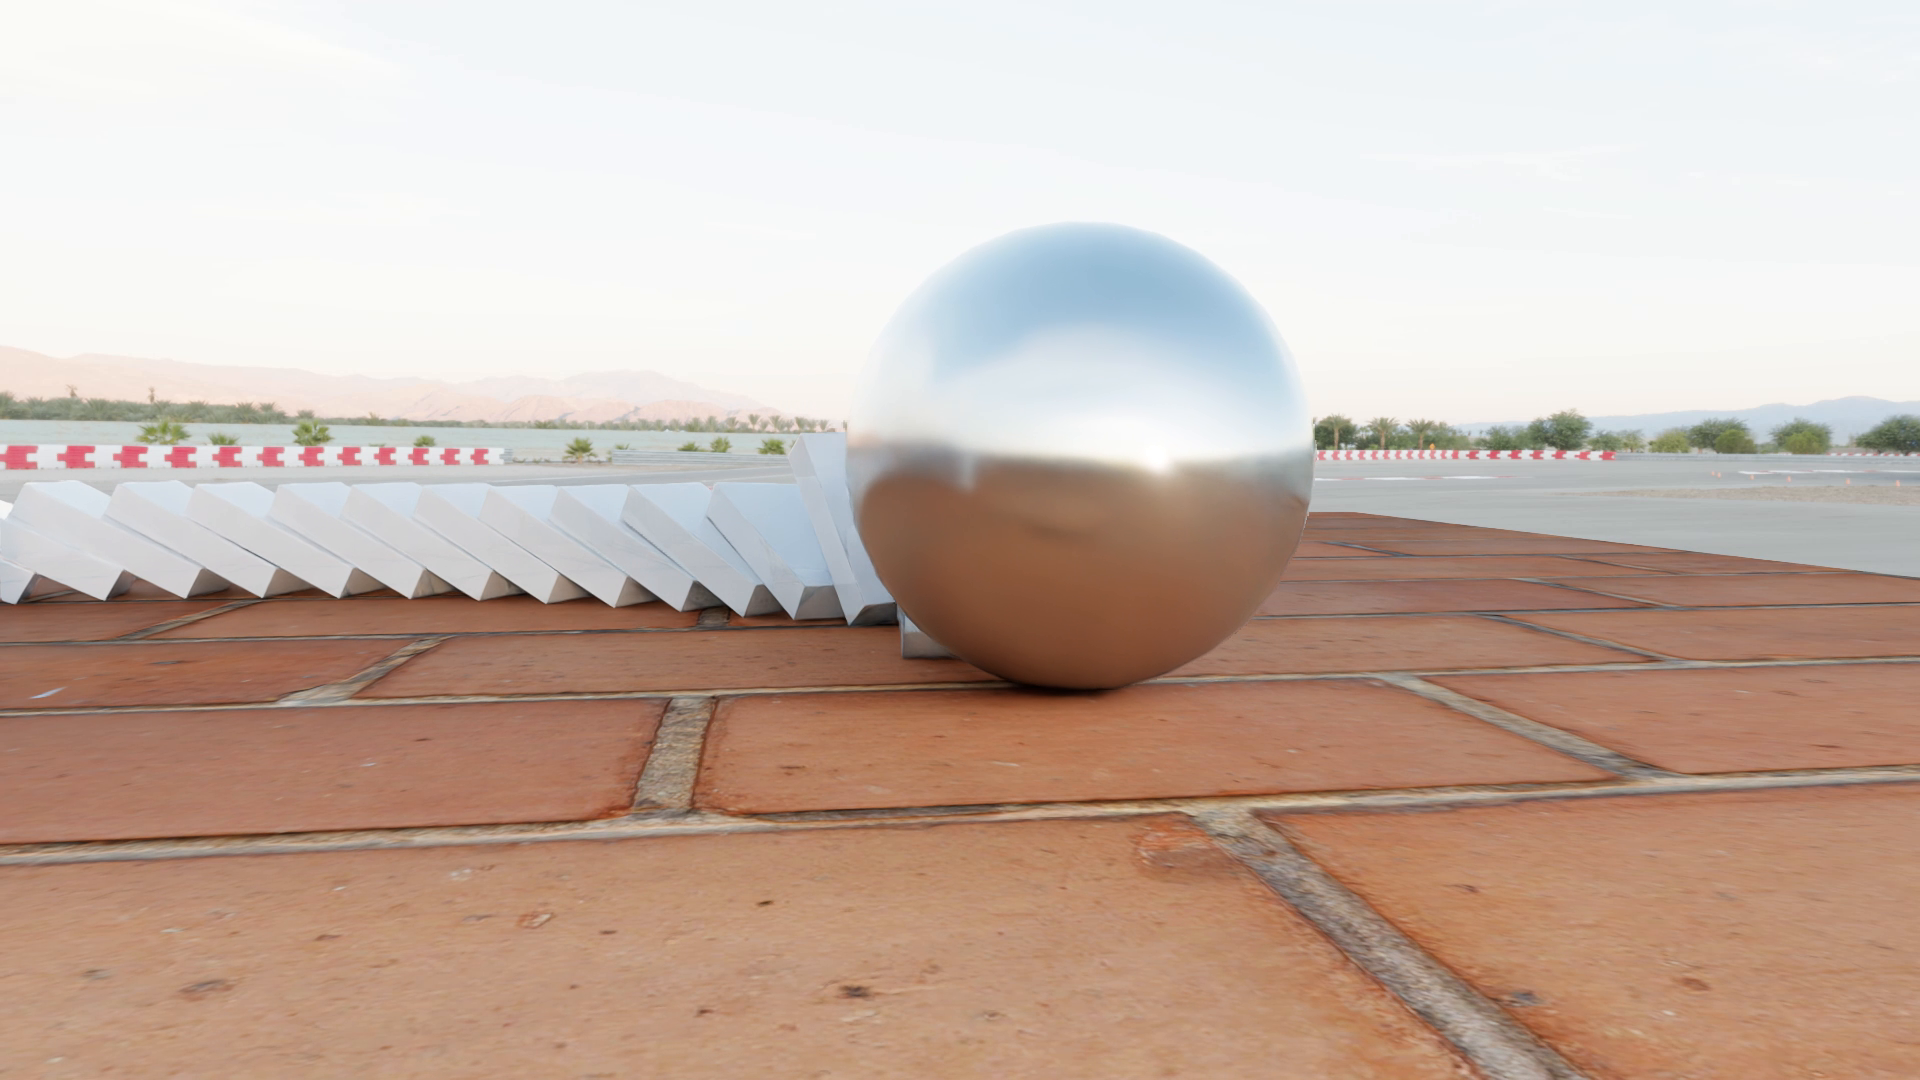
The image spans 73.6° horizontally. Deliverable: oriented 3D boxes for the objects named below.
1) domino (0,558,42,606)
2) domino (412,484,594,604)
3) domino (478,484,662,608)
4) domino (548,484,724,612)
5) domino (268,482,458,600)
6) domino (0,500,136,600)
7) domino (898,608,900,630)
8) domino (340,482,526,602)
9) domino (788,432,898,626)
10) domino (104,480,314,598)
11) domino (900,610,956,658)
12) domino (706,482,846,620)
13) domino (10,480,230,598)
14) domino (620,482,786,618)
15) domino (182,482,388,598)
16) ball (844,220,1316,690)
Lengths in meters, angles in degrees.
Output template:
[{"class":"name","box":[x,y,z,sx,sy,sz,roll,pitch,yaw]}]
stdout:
[{"class":"domino","box":[-0.273,0.001,0.339,0.050,0.009,0.025,30,-10,-27]},{"class":"domino","box":[-0.124,0.000,0.358,0.050,0.010,0.025,30,14,17]},{"class":"domino","box":[-0.104,0.001,0.351,0.050,0.010,0.025,30,15,18]},{"class":"domino","box":[-0.083,0.001,0.343,0.050,0.010,0.025,31,17,22]},{"class":"domino","box":[-0.167,0.000,0.367,0.050,0.010,0.025,28,9,9]},{"class":"domino","box":[-0.255,0.000,0.351,0.050,0.010,0.025,29,-6,-20]},{"class":"domino","box":[-0.003,-0.002,0.305,0.025,0.050,0.009,-1,-37,-7]},{"class":"domino","box":[-0.146,0.000,0.363,0.050,0.009,0.025,29,11,13]},{"class":"domino","box":[-0.022,-0.004,0.314,0.025,0.050,0.009,-3,-33,-34]},{"class":"domino","box":[-0.212,-0.001,0.366,0.050,0.009,0.025,28,5,1]},{"class":"domino","box":[0.000,0.001,0.267,0.025,0.050,0.009,0,-37,-6]},{"class":"domino","box":[-0.042,0.002,0.325,0.025,0.009,0.050,0,31,-39]},{"class":"domino","box":[-0.234,0.000,0.362,0.050,0.009,0.025,28,1,-7]},{"class":"domino","box":[-0.062,0.002,0.334,0.050,0.010,0.025,35,22,28]},{"class":"domino","box":[-0.190,-0.001,0.366,0.050,0.009,0.025,27,6,2]},{"class":"ball","box":[0.020,-0.014,0.222,0.080,0.080,0.080,0,4,0]}]
